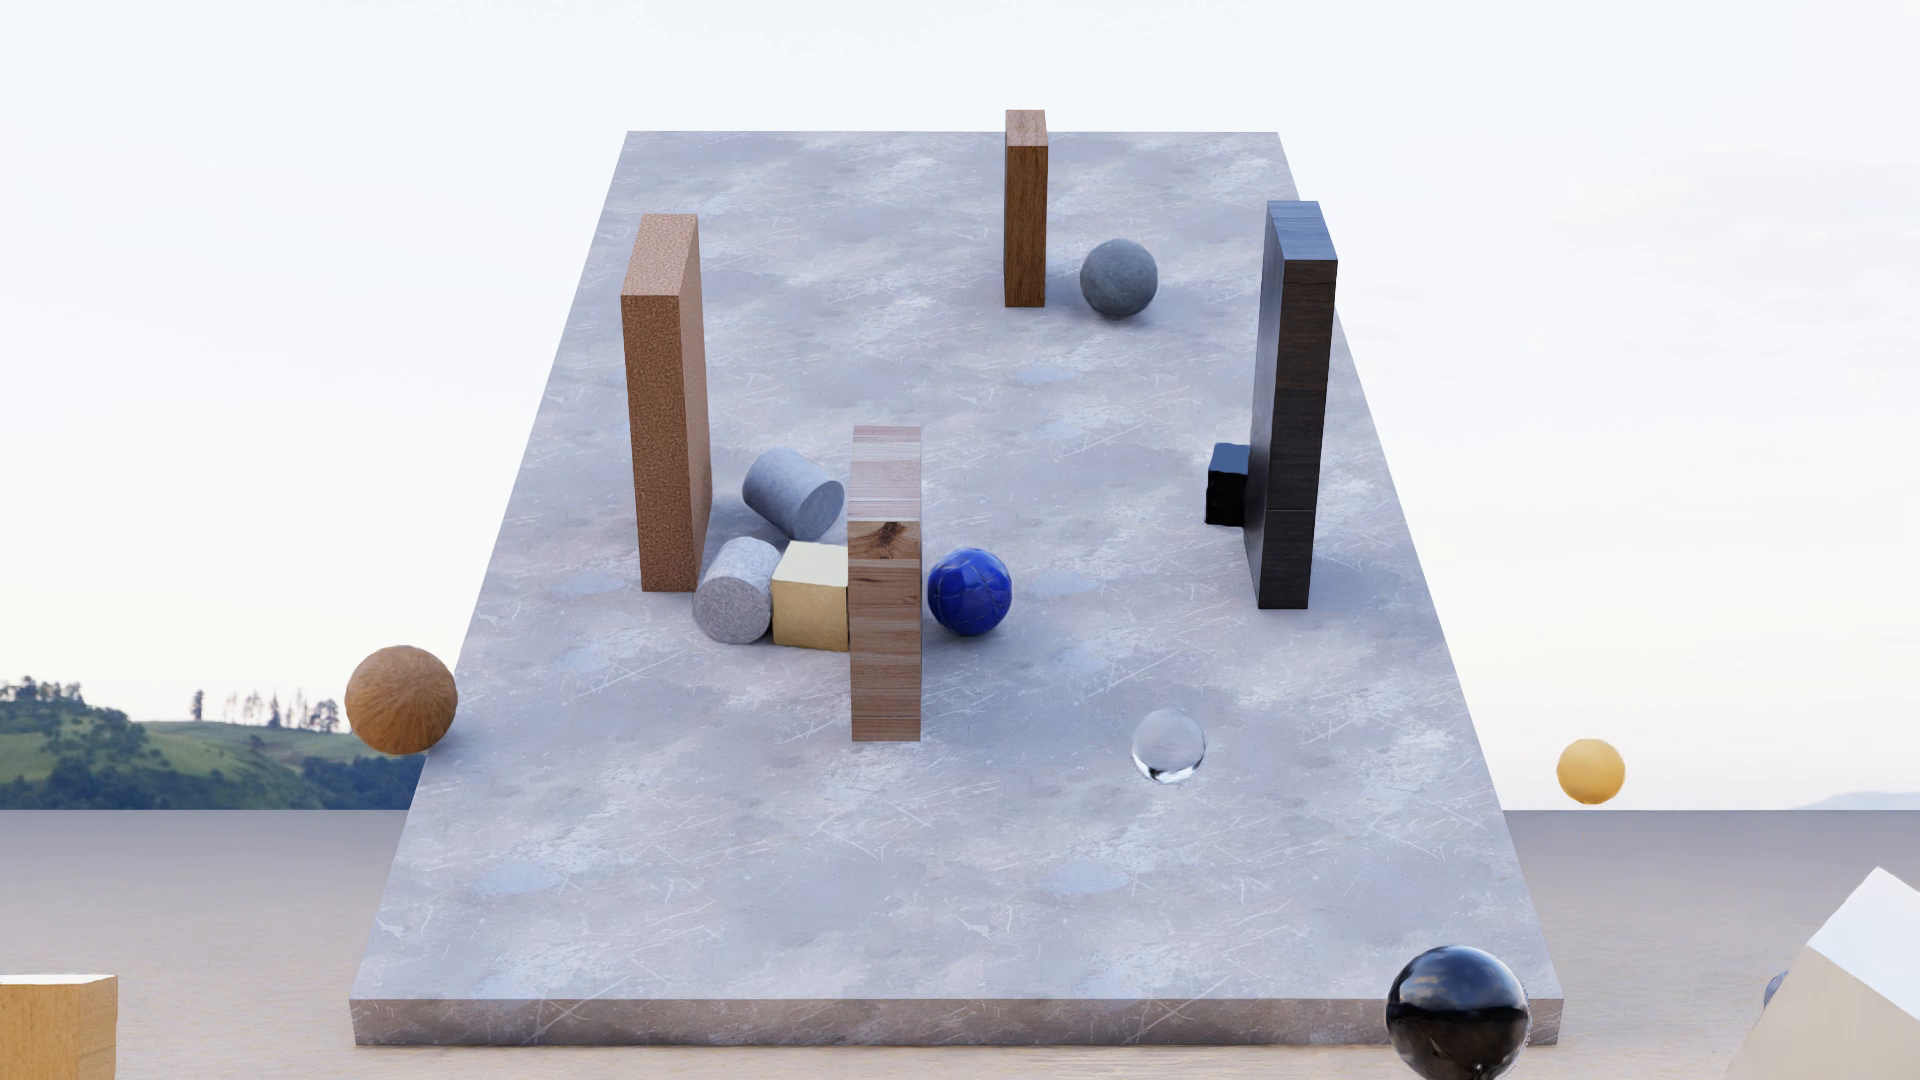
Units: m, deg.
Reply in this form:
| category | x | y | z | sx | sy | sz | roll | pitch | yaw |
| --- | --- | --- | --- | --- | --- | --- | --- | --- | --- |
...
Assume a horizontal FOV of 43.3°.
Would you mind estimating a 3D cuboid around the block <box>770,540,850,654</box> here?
| category | x | y | z | sx | sy | sz | roll | pitch | yaw |
| --- | --- | --- | --- | --- | --- | --- | --- | --- | --- |
| block | -0.286 | 0.115 | 4.922 | 0.156 | 0.156 | 0.156 | 6 | 31 | 10 |

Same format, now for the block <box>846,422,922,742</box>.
| category | x | y | z | sx | sy | sz | roll | pitch | yaw |
| --- | --- | --- | --- | --- | --- | --- | --- | --- | --- |
| block | -0.141 | 0.078 | 4.661 | 0.131 | 0.484 | 0.387 | 0 | 30 | 0 |

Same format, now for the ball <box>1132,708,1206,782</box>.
| category | x | y | z | sx | sy | sz | roll | pitch | yaw |
| --- | --- | --- | --- | --- | --- | --- | --- | --- | --- |
| ball | 0.386 | 0.382 | 4.487 | 0.137 | 0.137 | 0.137 | 0 | -6 | 0 |

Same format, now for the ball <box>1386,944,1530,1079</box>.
| category | x | y | z | sx | sy | sz | roll | pitch | yaw |
| --- | --- | --- | --- | --- | --- | --- | --- | --- | --- |
| ball | 0.706 | 0.676 | 3.435 | 0.200 | 0.200 | 0.200 | 0 | -6 | 0 |

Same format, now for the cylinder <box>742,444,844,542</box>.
| category | x | y | z | sx | sy | sz | roll | pitch | yaw |
| --- | --- | --- | --- | --- | --- | --- | --- | --- | --- |
| cylinder | -0.362 | -0.100 | 5.261 | 0.158 | 0.158 | 0.158 | 34 | 11 | 27 |

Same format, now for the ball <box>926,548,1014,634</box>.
| category | x | y | z | sx | sy | sz | roll | pitch | yaw |
| --- | --- | --- | --- | --- | --- | --- | --- | --- | --- |
| ball | 0.019 | 0.104 | 4.922 | 0.178 | 0.178 | 0.178 | 0 | -6 | 0 |

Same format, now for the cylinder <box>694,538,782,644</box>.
| category | x | y | z | sx | sy | sz | roll | pitch | yaw |
| --- | --- | --- | --- | --- | --- | --- | --- | --- | --- |
| cylinder | -0.446 | 0.103 | 4.936 | 0.160 | 0.160 | 0.160 | -1 | 29 | 12 |

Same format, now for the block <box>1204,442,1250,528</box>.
| category | x | y | z | sx | sy | sz | roll | pitch | yaw |
| --- | --- | --- | --- | --- | --- | --- | --- | --- | --- |
| block | 0.621 | -0.120 | 5.353 | 0.134 | 0.134 | 0.134 | 6 | 31 | 10 |

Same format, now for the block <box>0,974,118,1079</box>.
| category | x | y | z | sx | sy | sz | roll | pitch | yaw |
| --- | --- | --- | --- | --- | --- | --- | --- | --- | --- |
| block | -1.239 | 0.672 | 3.240 | 0.165 | 0.165 | 0.165 | 0 | -6 | -3 |

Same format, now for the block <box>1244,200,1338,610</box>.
| category | x | y | z | sx | sy | sz | roll | pitch | yaw |
| --- | --- | --- | --- | --- | --- | --- | --- | --- | --- |
| block | 0.672 | -0.271 | 4.963 | 0.103 | 0.789 | 0.297 | 0 | 30 | 0 |

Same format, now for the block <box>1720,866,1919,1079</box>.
| category | x | y | z | sx | sy | sz | roll | pitch | yaw |
| --- | --- | --- | --- | --- | --- | --- | --- | --- | --- |
| block | 0.946 | 0.501 | 2.476 | 0.197 | 0.197 | 0.197 | 36 | 37 | 25 |

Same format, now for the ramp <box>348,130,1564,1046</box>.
| category | x | y | z | sx | sy | sz | roll | pitch | yaw |
| --- | --- | --- | --- | --- | --- | --- | --- | --- | --- |
| ramp | -0.013 | -0.208 | 5.733 | 2.000 | 0.100 | 4.000 | 0 | 30 | 0 |

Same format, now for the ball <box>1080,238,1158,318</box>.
| category | x | y | z | sx | sy | sz | roll | pitch | yaw |
| --- | --- | --- | --- | --- | --- | --- | --- | --- | --- |
| ball | 0.411 | -0.674 | 6.235 | 0.203 | 0.203 | 0.203 | 0 | -6 | 0 |

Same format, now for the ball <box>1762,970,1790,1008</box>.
| category | x | y | z | sx | sy | sz | roll | pitch | yaw |
| --- | --- | --- | --- | --- | --- | --- | --- | --- | --- |
| ball | 1.418 | 0.785 | 4.080 | 0.123 | 0.123 | 0.123 | 0 | -6 | 0 |

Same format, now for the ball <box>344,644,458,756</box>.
| category | x | y | z | sx | sy | sz | roll | pitch | yaw |
| --- | --- | --- | --- | --- | --- | --- | --- | --- | --- |
| ball | -1.055 | 0.302 | 4.566 | 0.209 | 0.209 | 0.209 | 0 | -6 | 0 |

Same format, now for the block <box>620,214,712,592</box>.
| category | x | y | z | sx | sy | sz | roll | pitch | yaw |
| --- | --- | --- | --- | --- | --- | --- | --- | --- | --- |
| block | -0.611 | -0.290 | 5.093 | 0.114 | 0.681 | 0.413 | 0 | 30 | 0 |

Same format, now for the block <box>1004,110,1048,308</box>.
| category | x | y | z | sx | sy | sz | roll | pitch | yaw |
| --- | --- | --- | --- | --- | --- | --- | --- | --- | --- |
| block | 0.170 | -0.867 | 6.325 | 0.103 | 0.446 | 0.265 | 0 | 30 | 0 |

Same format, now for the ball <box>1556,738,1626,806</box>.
| category | x | y | z | sx | sy | sz | roll | pitch | yaw |
| --- | --- | --- | --- | --- | --- | --- | --- | --- | --- |
| ball | 1.231 | 0.451 | 4.717 | 0.131 | 0.131 | 0.131 | 0 | -6 | 0 |
